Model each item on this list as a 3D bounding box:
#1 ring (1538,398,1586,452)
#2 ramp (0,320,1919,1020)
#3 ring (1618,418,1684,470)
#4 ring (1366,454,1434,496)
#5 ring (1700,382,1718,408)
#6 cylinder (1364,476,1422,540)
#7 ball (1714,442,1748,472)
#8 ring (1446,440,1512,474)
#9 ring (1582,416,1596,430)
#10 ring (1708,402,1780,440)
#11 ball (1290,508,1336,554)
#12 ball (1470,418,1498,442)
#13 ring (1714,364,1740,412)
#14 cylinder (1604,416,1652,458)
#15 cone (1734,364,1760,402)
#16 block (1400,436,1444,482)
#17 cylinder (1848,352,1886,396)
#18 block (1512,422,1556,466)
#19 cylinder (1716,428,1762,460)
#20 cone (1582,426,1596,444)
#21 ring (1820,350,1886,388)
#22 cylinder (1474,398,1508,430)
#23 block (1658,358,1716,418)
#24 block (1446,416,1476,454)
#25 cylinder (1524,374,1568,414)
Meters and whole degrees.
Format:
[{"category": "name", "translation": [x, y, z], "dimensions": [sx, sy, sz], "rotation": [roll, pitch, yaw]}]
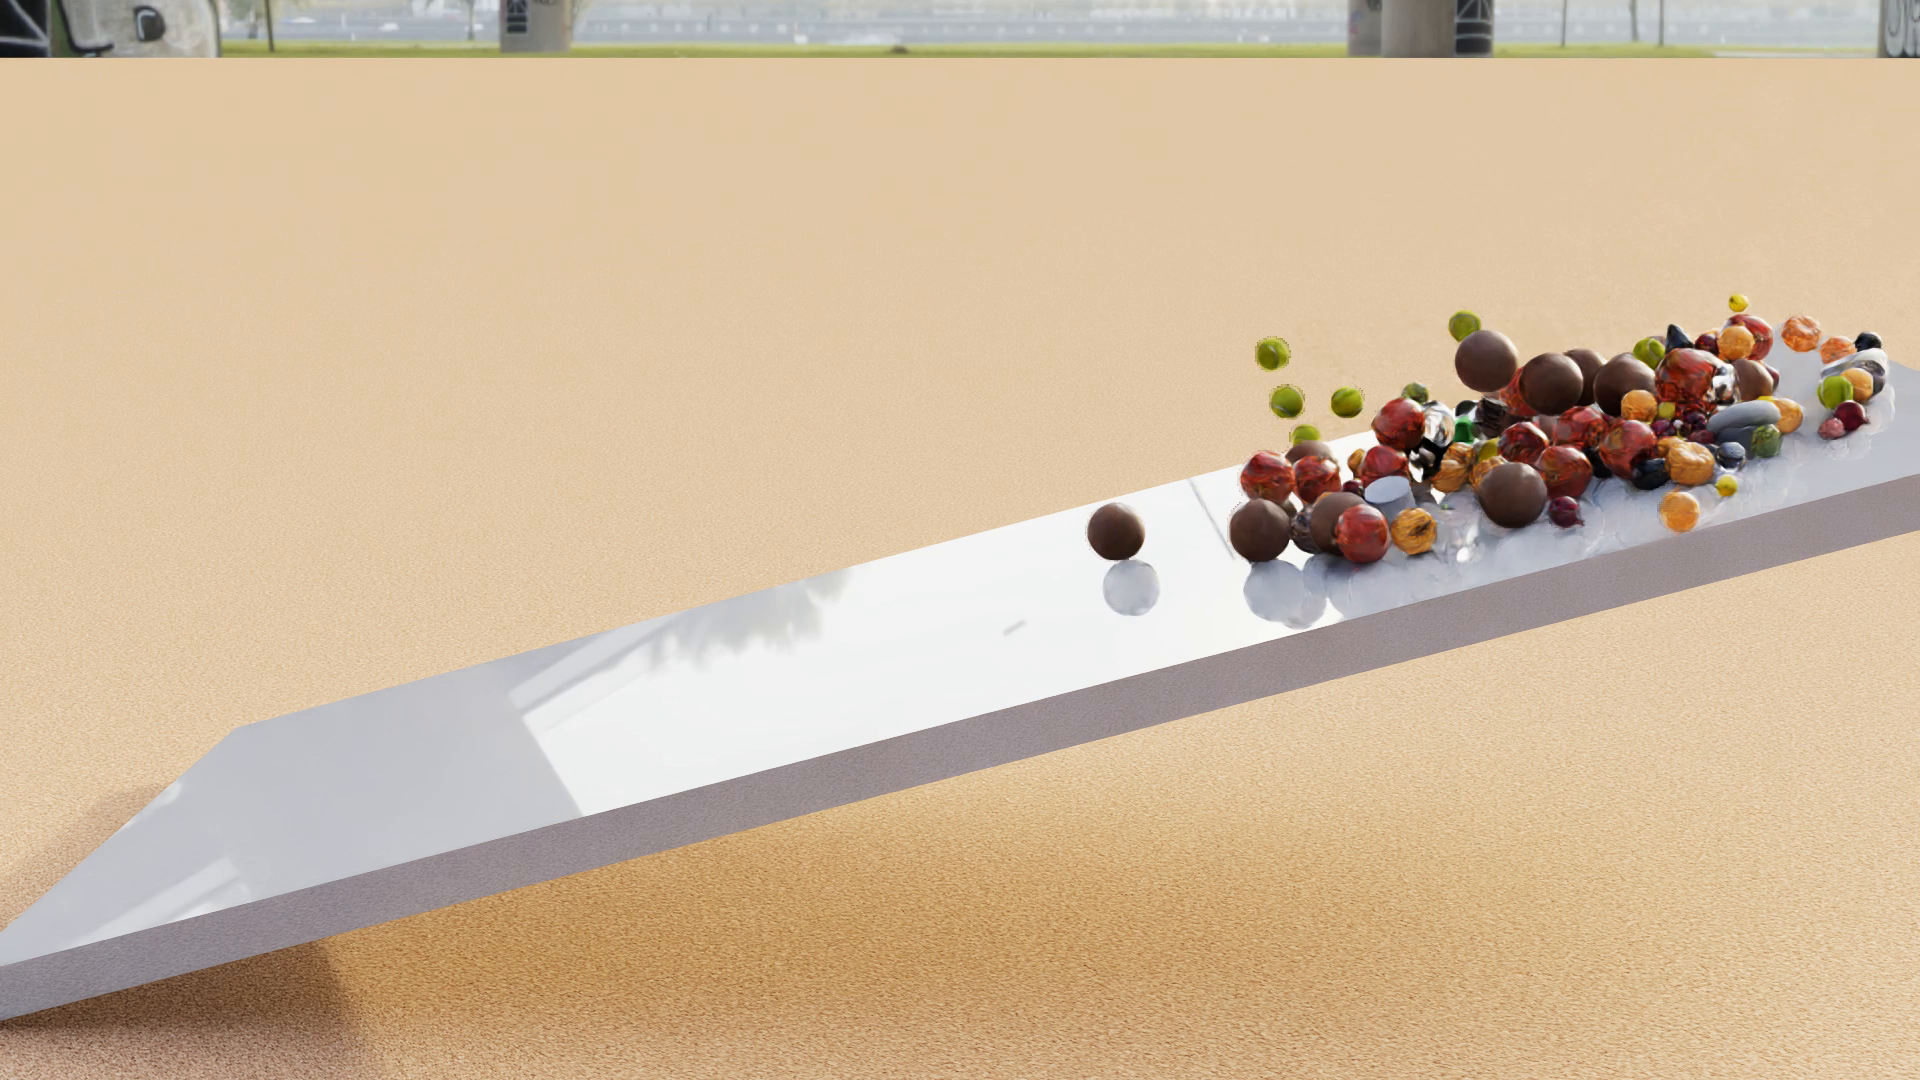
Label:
[{"category": "ring", "translation": [1.275, -0.243, 6.226], "dimensions": [0.122, 0.122, 0.041], "rotation": [-7, -12, -36]}, {"category": "ramp", "translation": [0.080, 0.191, 6.330], "dimensions": [4.000, 0.100, 2.000], "rotation": [-15, 9, 4]}, {"category": "ring", "translation": [1.386, -0.192, 5.900], "dimensions": [0.132, 0.044, 0.132], "rotation": [-18, 36, 13]}, {"category": "ring", "translation": [0.934, -0.136, 6.238], "dimensions": [0.144, 0.048, 0.144], "rotation": [-3, 31, 2]}, {"category": "ring", "translation": [1.611, -0.306, 6.264], "dimensions": [0.077, 0.026, 0.077], "rotation": [43, -5, 4]}, {"category": "cylinder", "translation": [0.863, -0.064, 5.867], "dimensions": [0.093, 0.093, 0.093], "rotation": [-17, 30, 10]}, {"category": "ball", "translation": [1.476, -0.159, 5.631], "dimensions": [0.060, 0.060, 0.060], "rotation": [0, 10, 0]}, {"category": "ring", "translation": [1.122, -0.180, 6.372], "dimensions": [0.146, 0.049, 0.146], "rotation": [-16, 8, 2]}, {"category": "ring", "translation": [1.343, -0.245, 6.444], "dimensions": [0.101, 0.034, 0.101], "rotation": [-16, 10, 3]}, {"category": "ring", "translation": [1.546, -0.233, 5.803], "dimensions": [0.144, 0.048, 0.144], "rotation": [-10, -17, -3]}, {"category": "ball", "translation": [0.713, -0.018, 5.936], "dimensions": [0.094, 0.094, 0.094], "rotation": [0, 10, 0]}, {"category": "ball", "translation": [1.188, -0.253, 6.654], "dimensions": [0.064, 0.064, 0.064], "rotation": [0, 10, 0]}, {"category": "ring", "translation": [1.536, -0.300, 5.890], "dimensions": [0.036, 0.108, 0.108], "rotation": [-5, 7, 27]}, {"category": "cylinder", "translation": [1.375, -0.210, 6.009], "dimensions": [0.086, 0.086, 0.086], "rotation": [-4, 2, -22]}, {"category": "cone", "translation": [1.681, -0.357, 6.304], "dimensions": [0.091, 0.091, 0.091], "rotation": [6, 36, 29]}, {"category": "block", "translation": [0.965, -0.169, 6.152], "dimensions": [0.061, 0.061, 0.061], "rotation": [32, -37, -20]}, {"category": "cylinder", "translation": [1.858, -0.339, 6.028], "dimensions": [0.077, 0.077, 0.077], "rotation": [3, 14, 16]}, {"category": "block", "translation": [1.227, -0.208, 6.282], "dimensions": [0.075, 0.075, 0.075], "rotation": [-13, 10, 18]}, {"category": "cylinder", "translation": [1.517, -0.187, 5.728], "dimensions": [0.061, 0.061, 0.061], "rotation": [-4, 5, -22]}, {"category": "cone", "translation": [1.315, -0.219, 6.334], "dimensions": [0.079, 0.079, 0.079], "rotation": [-42, 10, 4]}, {"category": "ring", "translation": [1.873, -0.359, 6.170], "dimensions": [0.145, 0.048, 0.145], "rotation": [-22, 3, 1]}, {"category": "cylinder", "translation": [1.117, -0.266, 6.188], "dimensions": [0.054, 0.054, 0.054], "rotation": [15, 14, -4]}, {"category": "block", "translation": [1.577, -0.328, 6.350], "dimensions": [0.099, 0.099, 0.099], "rotation": [-15, 9, 1]}, {"category": "block", "translation": [1.127, -0.238, 6.668], "dimensions": [0.063, 0.063, 0.063], "rotation": [-12, 10, 20]}, {"category": "cylinder", "translation": [1.302, -0.323, 6.529], "dimensions": [0.072, 0.072, 0.072], "rotation": [-20, -2, 32]}]
